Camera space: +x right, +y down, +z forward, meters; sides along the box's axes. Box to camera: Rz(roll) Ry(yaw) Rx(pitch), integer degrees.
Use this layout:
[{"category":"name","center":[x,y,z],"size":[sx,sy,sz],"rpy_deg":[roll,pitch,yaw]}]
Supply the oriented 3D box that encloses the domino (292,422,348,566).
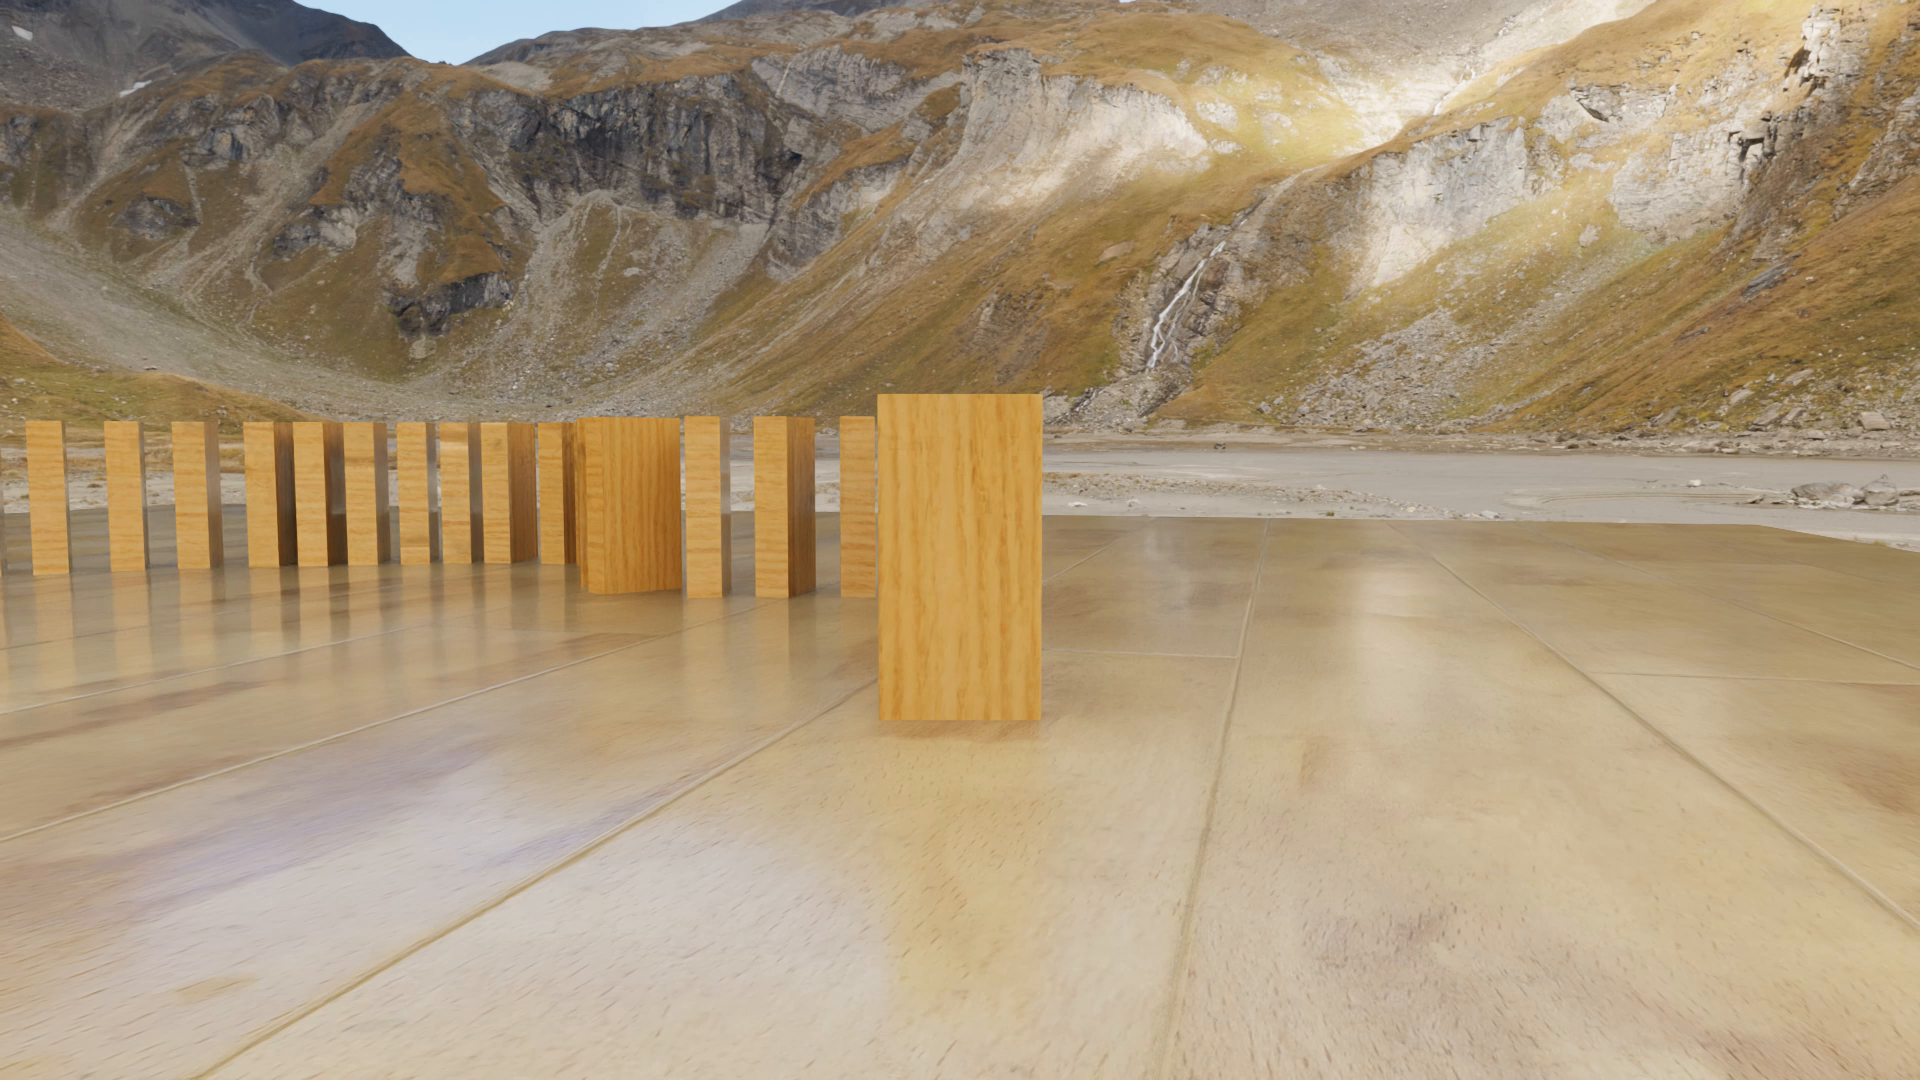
[{"category":"domino","center":[-0.227,-0.017,0.457],"size":[0.010,0.050,0.025],"rpy_deg":[-1,4,-10]}]

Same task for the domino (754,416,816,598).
[{"category":"domino","center":[-0.050,-0.010,0.366],"size":[0.009,0.050,0.025],"rpy_deg":[1,4,11]}]

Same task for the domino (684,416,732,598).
[{"category":"domino","center":[-0.072,-0.010,0.366],"size":[0.010,0.050,0.025],"rpy_deg":[0,4,-4]}]

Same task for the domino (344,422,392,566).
[{"category":"domino","center":[-0.212,-0.017,0.460],"size":[0.009,0.050,0.025],"rpy_deg":[-1,4,-14]}]

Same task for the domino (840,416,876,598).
[{"category":"domino","center":[-0.029,-0.010,0.366],"size":[0.009,0.050,0.025],"rpy_deg":[0,4,-6]}]

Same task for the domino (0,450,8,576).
[{"category":"domino","center":[-0.319,-0.014,0.418],"size":[0.010,0.050,0.025],"rpy_deg":[-3,5,-33]}]

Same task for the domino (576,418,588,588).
[{"category":"domino","center":[-0.102,-0.012,0.388],"size":[0.025,0.050,0.010],"rpy_deg":[-1,5,-18]}]

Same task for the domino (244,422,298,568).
[{"category":"domino","center":[-0.243,-0.017,0.454],"size":[0.010,0.050,0.025],"rpy_deg":[-1,4,-11]}]

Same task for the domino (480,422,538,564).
[{"category":"domino","center":[-0.164,-0.018,0.469],"size":[0.009,0.050,0.025],"rpy_deg":[0,4,4]}]

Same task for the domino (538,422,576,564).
[{"category":"domino","center":[-0.141,-0.017,0.466],"size":[0.009,0.050,0.025],"rpy_deg":[1,4,16]}]

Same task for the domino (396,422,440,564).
[{"category":"domino","center":[-0.196,-0.017,0.465],"size":[0.010,0.050,0.025],"rpy_deg":[-1,4,-15]}]

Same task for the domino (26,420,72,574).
[{"category":"domino","center":[-0.304,-0.015,0.428],"size":[0.009,0.050,0.025],"rpy_deg":[-3,5,-32]}]

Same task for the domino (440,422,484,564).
[{"category":"domino","center":[-0.181,-0.018,0.468],"size":[0.010,0.050,0.025],"rpy_deg":[-1,4,-10]}]

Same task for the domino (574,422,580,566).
[{"category":"domino","center":[-0.122,-0.016,0.453],"size":[0.025,0.050,0.010],"rpy_deg":[-3,5,-37]}]

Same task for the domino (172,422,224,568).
[{"category":"domino","center":[-0.266,-0.016,0.448],"size":[0.010,0.050,0.025],"rpy_deg":[-2,5,-20]}]

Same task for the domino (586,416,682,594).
[{"category":"domino","center":[-0.095,-0.010,0.373],"size":[0.025,0.050,0.009],"rpy_deg":[-4,6,-43]}]

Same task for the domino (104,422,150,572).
[{"category":"domino","center":[-0.285,-0.015,0.439],"size":[0.010,0.050,0.025],"rpy_deg":[-2,5,-29]}]

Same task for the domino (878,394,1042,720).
[{"category":"domino","center":[0.000,0.002,0.201],"size":[0.025,0.050,0.010],"rpy_deg":[0,4,0]}]
